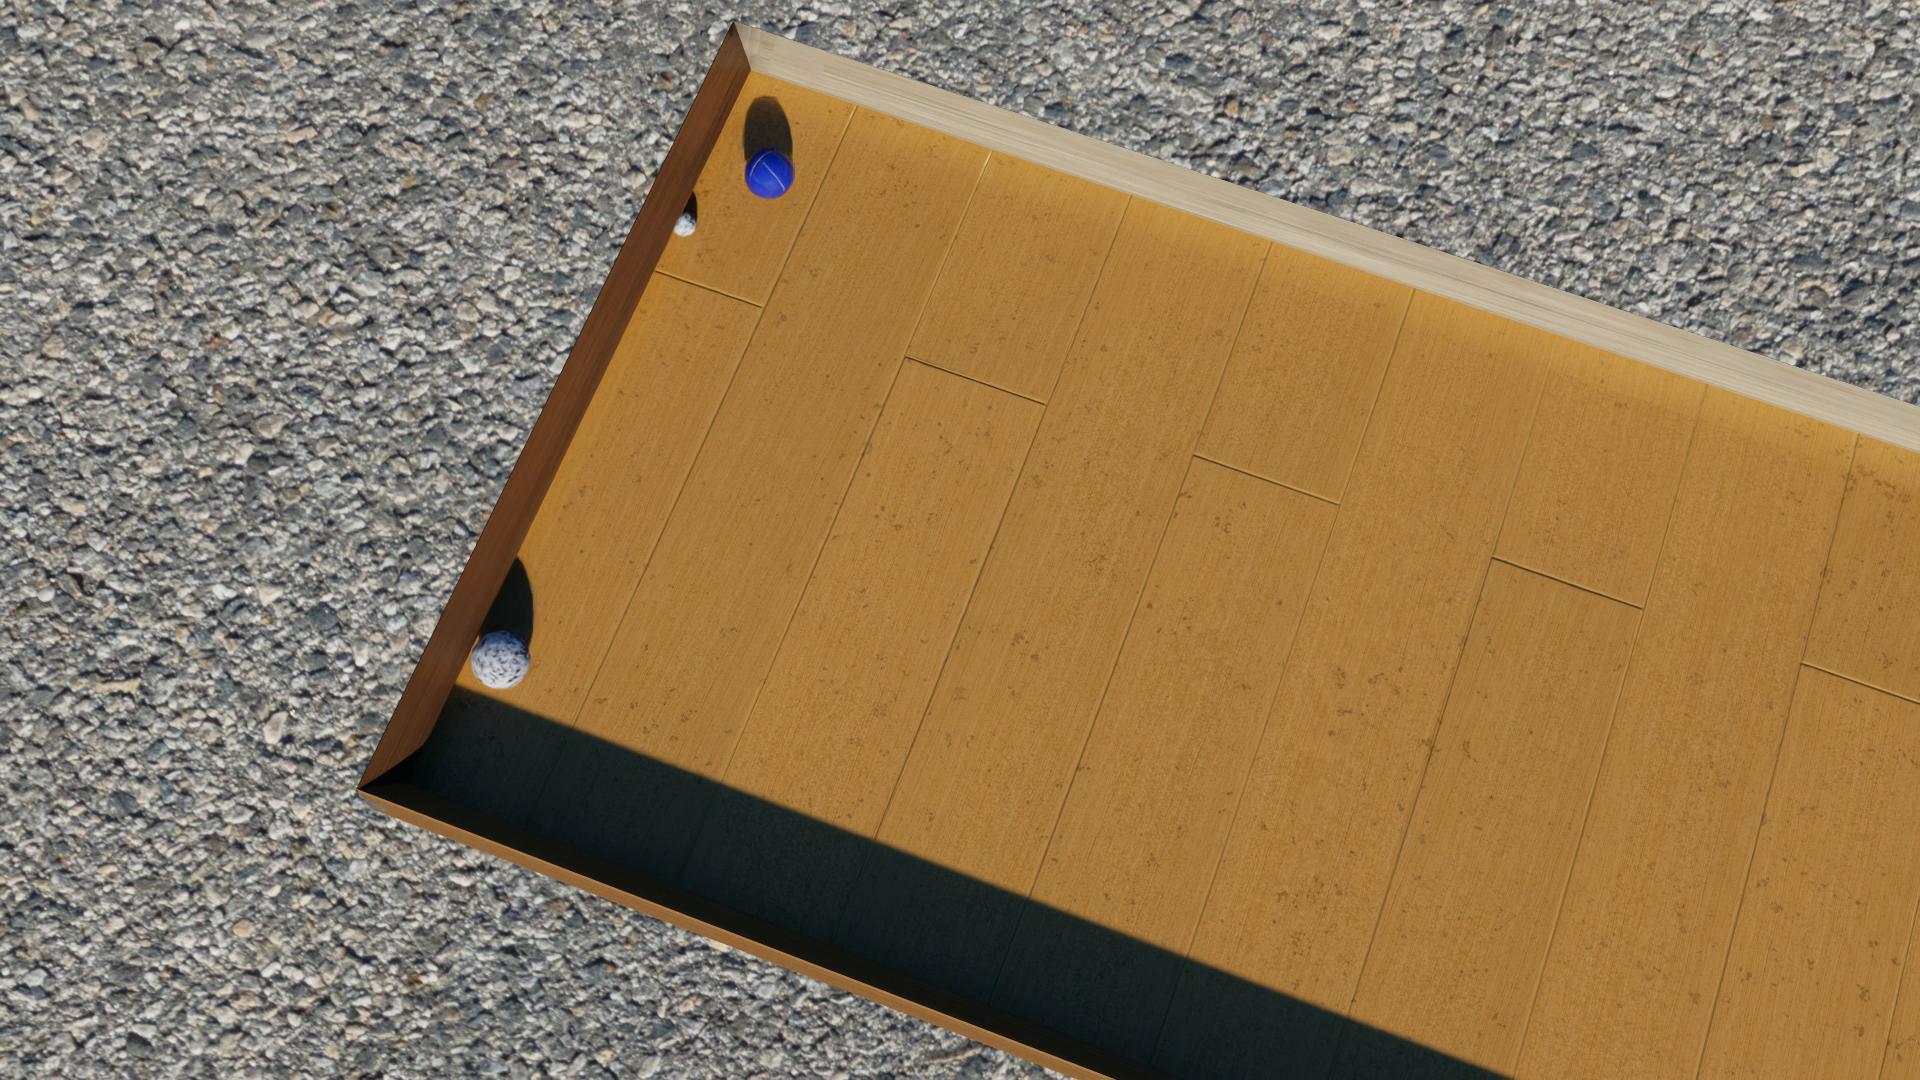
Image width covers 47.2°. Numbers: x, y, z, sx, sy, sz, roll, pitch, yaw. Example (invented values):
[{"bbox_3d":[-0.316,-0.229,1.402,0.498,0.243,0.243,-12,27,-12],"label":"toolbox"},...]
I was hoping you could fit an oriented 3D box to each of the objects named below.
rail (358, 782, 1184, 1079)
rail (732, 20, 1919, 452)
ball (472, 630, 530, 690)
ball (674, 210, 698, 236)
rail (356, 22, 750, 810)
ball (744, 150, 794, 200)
[{"bbox_3d":[0.392,0.819,3.125,2.726,0.116,0.045,19,70,7],"label":"rail"},{"bbox_3d":[0.883,-0.389,3.593,2.726,0.116,0.045,19,70,7],"label":"rail"},{"bbox_3d":[-0.707,0.185,3.386,0.090,0.090,0.090,0,69,0],"label":"ball"},{"bbox_3d":[-0.462,-0.530,3.688,0.043,0.043,0.043,0,69,0],"label":"ball"},{"bbox_3d":[-0.615,-0.227,3.530,0.045,0.116,1.432,19,70,7],"label":"rail"},{"bbox_3d":[-0.322,-0.615,3.699,0.083,0.083,0.083,0,69,0],"label":"ball"}]
